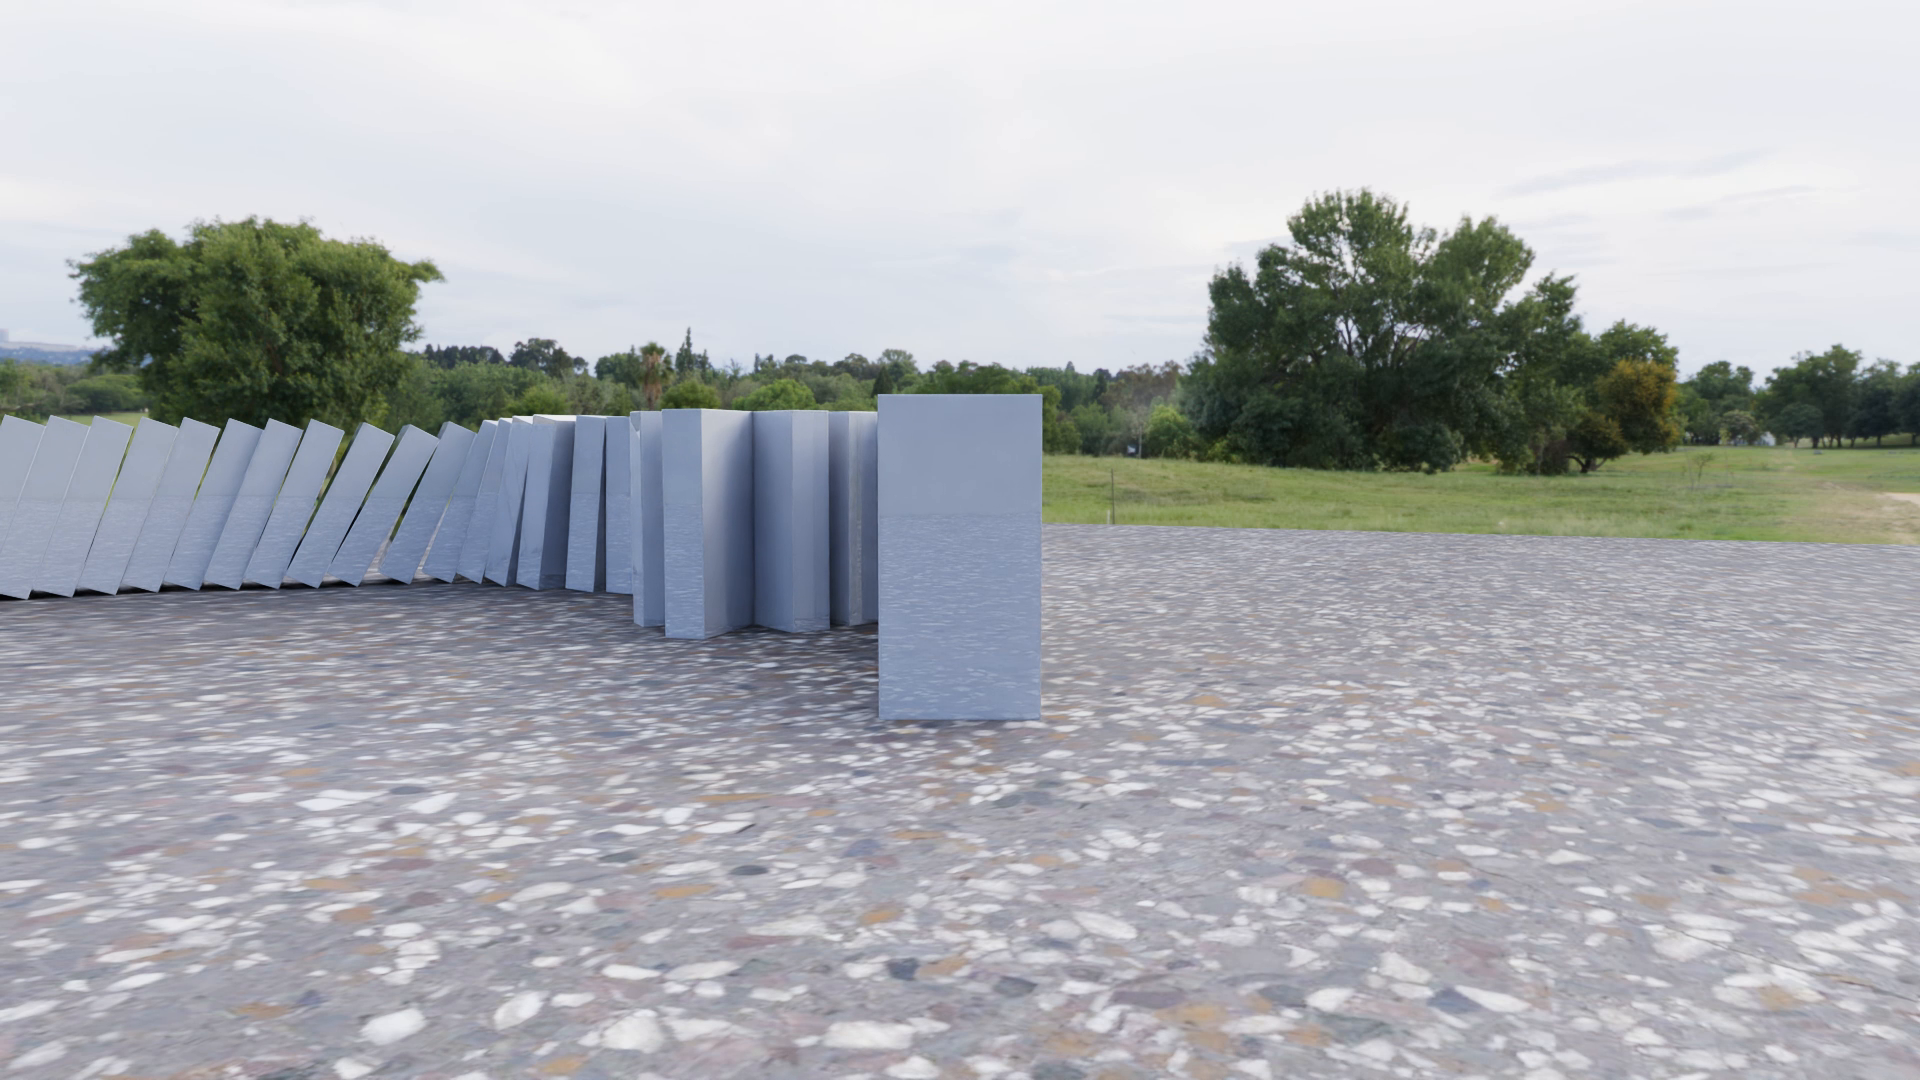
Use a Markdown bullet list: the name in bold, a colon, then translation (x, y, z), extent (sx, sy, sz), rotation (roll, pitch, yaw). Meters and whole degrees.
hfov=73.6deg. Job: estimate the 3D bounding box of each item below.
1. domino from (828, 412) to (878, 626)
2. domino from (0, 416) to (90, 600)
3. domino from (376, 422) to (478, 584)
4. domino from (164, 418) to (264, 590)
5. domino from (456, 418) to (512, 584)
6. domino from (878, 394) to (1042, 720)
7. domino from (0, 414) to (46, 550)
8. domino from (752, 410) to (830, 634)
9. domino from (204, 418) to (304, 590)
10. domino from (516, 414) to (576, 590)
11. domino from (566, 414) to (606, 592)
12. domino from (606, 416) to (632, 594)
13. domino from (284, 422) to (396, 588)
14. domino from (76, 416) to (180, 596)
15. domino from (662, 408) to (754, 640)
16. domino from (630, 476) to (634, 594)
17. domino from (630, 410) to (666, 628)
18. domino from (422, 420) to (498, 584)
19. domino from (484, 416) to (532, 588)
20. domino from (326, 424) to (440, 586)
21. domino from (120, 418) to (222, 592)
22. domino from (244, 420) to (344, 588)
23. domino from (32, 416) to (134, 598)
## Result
- **domino**: translation (-0.032, -0.006, 0.310), extent (0.025, 0.050, 0.009), rotation (4, 6, 43)
- **domino**: translation (-0.258, -0.010, 0.361), extent (0.009, 0.050, 0.025), rotation (20, -7, -32)
- **domino**: translation (-0.166, -0.012, 0.400), extent (0.009, 0.050, 0.025), rotation (26, -7, -25)
- **domino**: translation (-0.222, -0.011, 0.383), extent (0.009, 0.050, 0.025), rotation (22, -7, -28)
- **domino**: translation (-0.138, -0.012, 0.398), extent (0.010, 0.050, 0.025), rotation (22, 11, 16)
- **domino**: translation (0.000, 0.002, 0.201), extent (0.025, 0.050, 0.009), rotation (0, 4, 0)
- **domino**: translation (-0.267, -0.009, 0.356), extent (0.009, 0.050, 0.025), rotation (20, -7, -32)
- **domino**: translation (-0.041, -0.005, 0.299), extent (0.009, 0.050, 0.025), rotation (-3, 5, -37)
- **domino**: translation (-0.212, -0.011, 0.385), extent (0.009, 0.050, 0.025), rotation (22, -7, -28)
- **domino**: translation (-0.116, -0.012, 0.382), extent (0.009, 0.050, 0.025), rotation (15, 11, 29)
- **domino**: translation (-0.103, -0.011, 0.378), extent (0.009, 0.050, 0.025), rotation (8, 7, 19)
- **domino**: translation (-0.091, -0.011, 0.374), extent (0.009, 0.050, 0.025), rotation (4, 5, 26)
- **domino**: translation (-0.189, -0.011, 0.390), extent (0.009, 0.050, 0.025), rotation (28, -9, -27)
- **domino**: translation (-0.241, -0.010, 0.372), extent (0.009, 0.050, 0.025), rotation (21, -8, -32)
- **domino**: translation (-0.057, -0.004, 0.290), extent (0.009, 0.050, 0.025), rotation (1, 4, 16)
- **domino**: translation (-0.080, -0.010, 0.364), extent (0.025, 0.050, 0.009), rotation (-3, 6, -34)
- **domino**: translation (-0.065, -0.005, 0.306), extent (0.025, 0.050, 0.010), rotation (-2, 5, -28)
- **domino**: translation (-0.152, -0.013, 0.403), extent (0.010, 0.050, 0.025), rotation (22, 0, -11)
- **domino**: translation (-0.127, -0.012, 0.389), extent (0.010, 0.050, 0.025), rotation (22, 14, 28)
- **domino**: translation (-0.178, -0.011, 0.395), extent (0.010, 0.050, 0.025), rotation (30, -10, -26)
- **domino**: translation (-0.232, -0.011, 0.378), extent (0.009, 0.050, 0.025), rotation (21, -6, -28)
- **domino**: translation (-0.201, -0.011, 0.387), extent (0.010, 0.050, 0.025), rotation (23, -7, -27)
- **domino**: translation (-0.250, -0.010, 0.366), extent (0.009, 0.050, 0.025), rotation (20, -7, -32)
